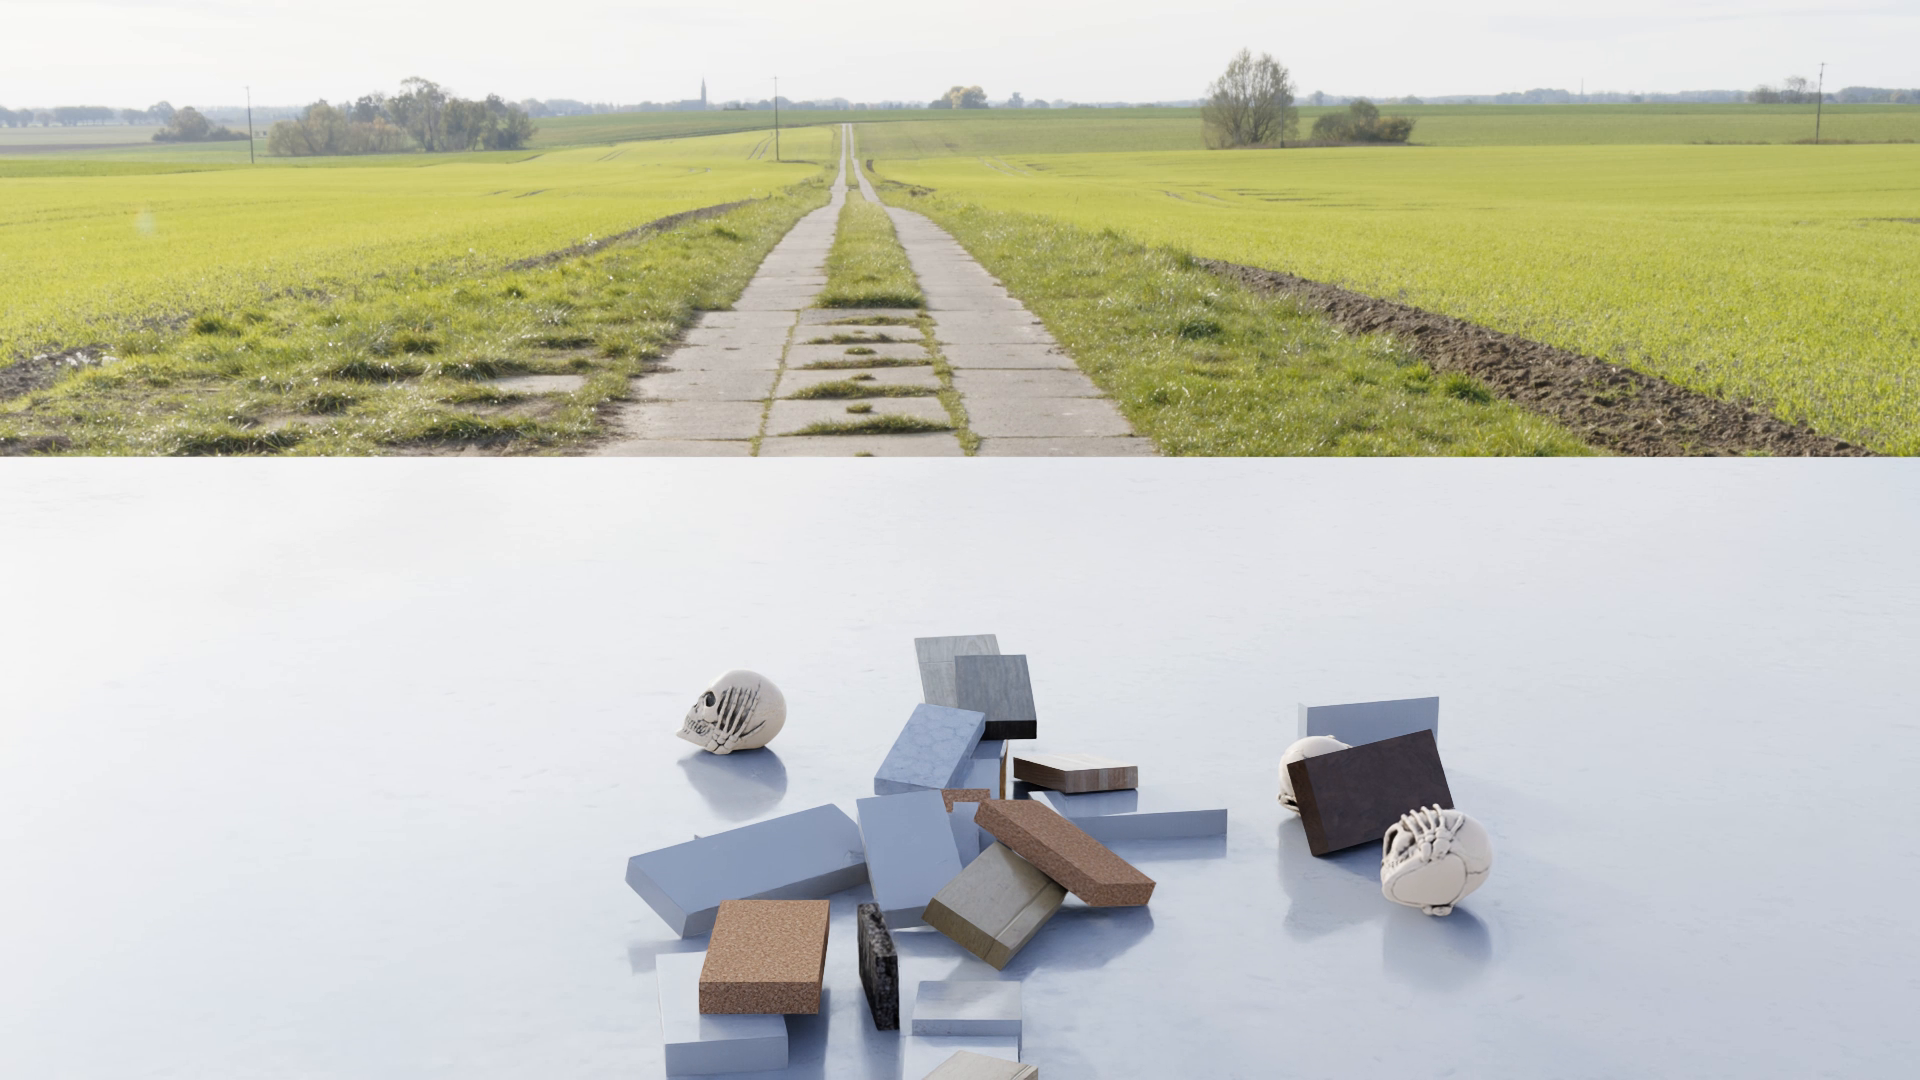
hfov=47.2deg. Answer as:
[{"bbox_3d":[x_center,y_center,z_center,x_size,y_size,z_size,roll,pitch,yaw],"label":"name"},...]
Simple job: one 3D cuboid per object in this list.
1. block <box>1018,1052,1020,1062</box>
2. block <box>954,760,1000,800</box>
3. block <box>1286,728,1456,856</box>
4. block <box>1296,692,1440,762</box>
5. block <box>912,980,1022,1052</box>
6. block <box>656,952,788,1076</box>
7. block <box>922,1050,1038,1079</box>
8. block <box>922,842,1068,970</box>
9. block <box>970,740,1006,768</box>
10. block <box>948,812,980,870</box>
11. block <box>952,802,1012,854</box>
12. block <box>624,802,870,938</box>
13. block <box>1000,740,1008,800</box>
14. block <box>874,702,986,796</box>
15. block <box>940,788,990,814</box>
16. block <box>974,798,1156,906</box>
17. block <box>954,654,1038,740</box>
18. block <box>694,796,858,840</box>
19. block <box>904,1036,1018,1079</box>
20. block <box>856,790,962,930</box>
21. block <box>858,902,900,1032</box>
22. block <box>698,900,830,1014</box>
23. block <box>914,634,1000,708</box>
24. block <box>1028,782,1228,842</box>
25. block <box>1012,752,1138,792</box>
[{"bbox_3d":[0.006,0.721,2.848,0.145,0.041,0.291,0,11,0],"label":"block"},{"bbox_3d":[0.005,0.481,3.944,0.131,0.037,0.262,0,28,1],"label":"block"},{"bbox_3d":[0.742,0.451,3.952,0.332,0.166,0.047,-8,-12,-36],"label":"block"},{"bbox_3d":[0.811,0.386,4.371,0.288,0.144,0.041,-3,11,-17],"label":"block"},{"bbox_3d":[0.012,0.655,3.039,0.145,0.041,0.291,0,-2,1],"label":"block"},{"bbox_3d":[-0.343,0.667,3.128,0.165,0.047,0.330,-2,11,-10],"label":"block"},{"bbox_3d":[-0.004,0.680,2.650,0.110,0.031,0.220,6,12,28],"label":"block"},{"bbox_3d":[0.060,0.574,3.472,0.145,0.041,0.291,32,19,13],"label":"block"},{"bbox_3d":[0.004,0.437,4.108,0.131,0.037,0.262,4,28,9],"label":"block"},{"bbox_3d":[-0.018,0.533,3.669,0.104,0.029,0.208,-4,32,2],"label":"block"},{"bbox_3d":[0.037,0.524,3.738,0.104,0.029,0.208,1,32,2],"label":"block"},{"bbox_3d":[-0.330,0.543,3.647,0.425,0.047,0.165,-10,34,-42],"label":"block"},{"bbox_3d":[0.006,0.417,4.269,0.171,0.049,0.343,1,23,3],"label":"block"},{"bbox_3d":[-0.053,0.391,4.037,0.131,0.037,0.262,8,29,15],"label":"block"},{"bbox_3d":[0.003,0.509,3.818,0.104,0.029,0.208,-1,32,-1],"label":"block"},{"bbox_3d":[0.172,0.517,3.654,0.145,0.041,0.291,8,17,-46],"label":"block"},{"bbox_3d":[0.067,0.305,4.293,0.144,0.041,0.288,-1,23,-2],"label":"block"},{"bbox_3d":[-0.284,0.526,3.883,0.332,0.047,0.166,-9,14,-41],"label":"block"},{"bbox_3d":[0.002,0.698,2.748,0.145,0.041,0.291,0,11,0],"label":"block"},{"bbox_3d":[-0.079,0.523,3.618,0.145,0.041,0.291,-6,32,-8],"label":"block"},{"bbox_3d":[-0.120,0.620,3.207,0.031,0.110,0.221,-3,11,-9],"label":"block"},{"bbox_3d":[-0.281,0.604,3.208,0.165,0.047,0.330,0,11,-1],"label":"block"},{"bbox_3d":[0.005,0.288,4.452,0.171,0.049,0.343,-3,23,-5],"label":"block"},{"bbox_3d":[0.305,0.500,4.027,0.332,0.047,0.166,-2,11,-11],"label":"block"},{"bbox_3d":[0.218,0.443,4.201,0.144,0.041,0.288,-2,0,-18],"label":"block"}]
